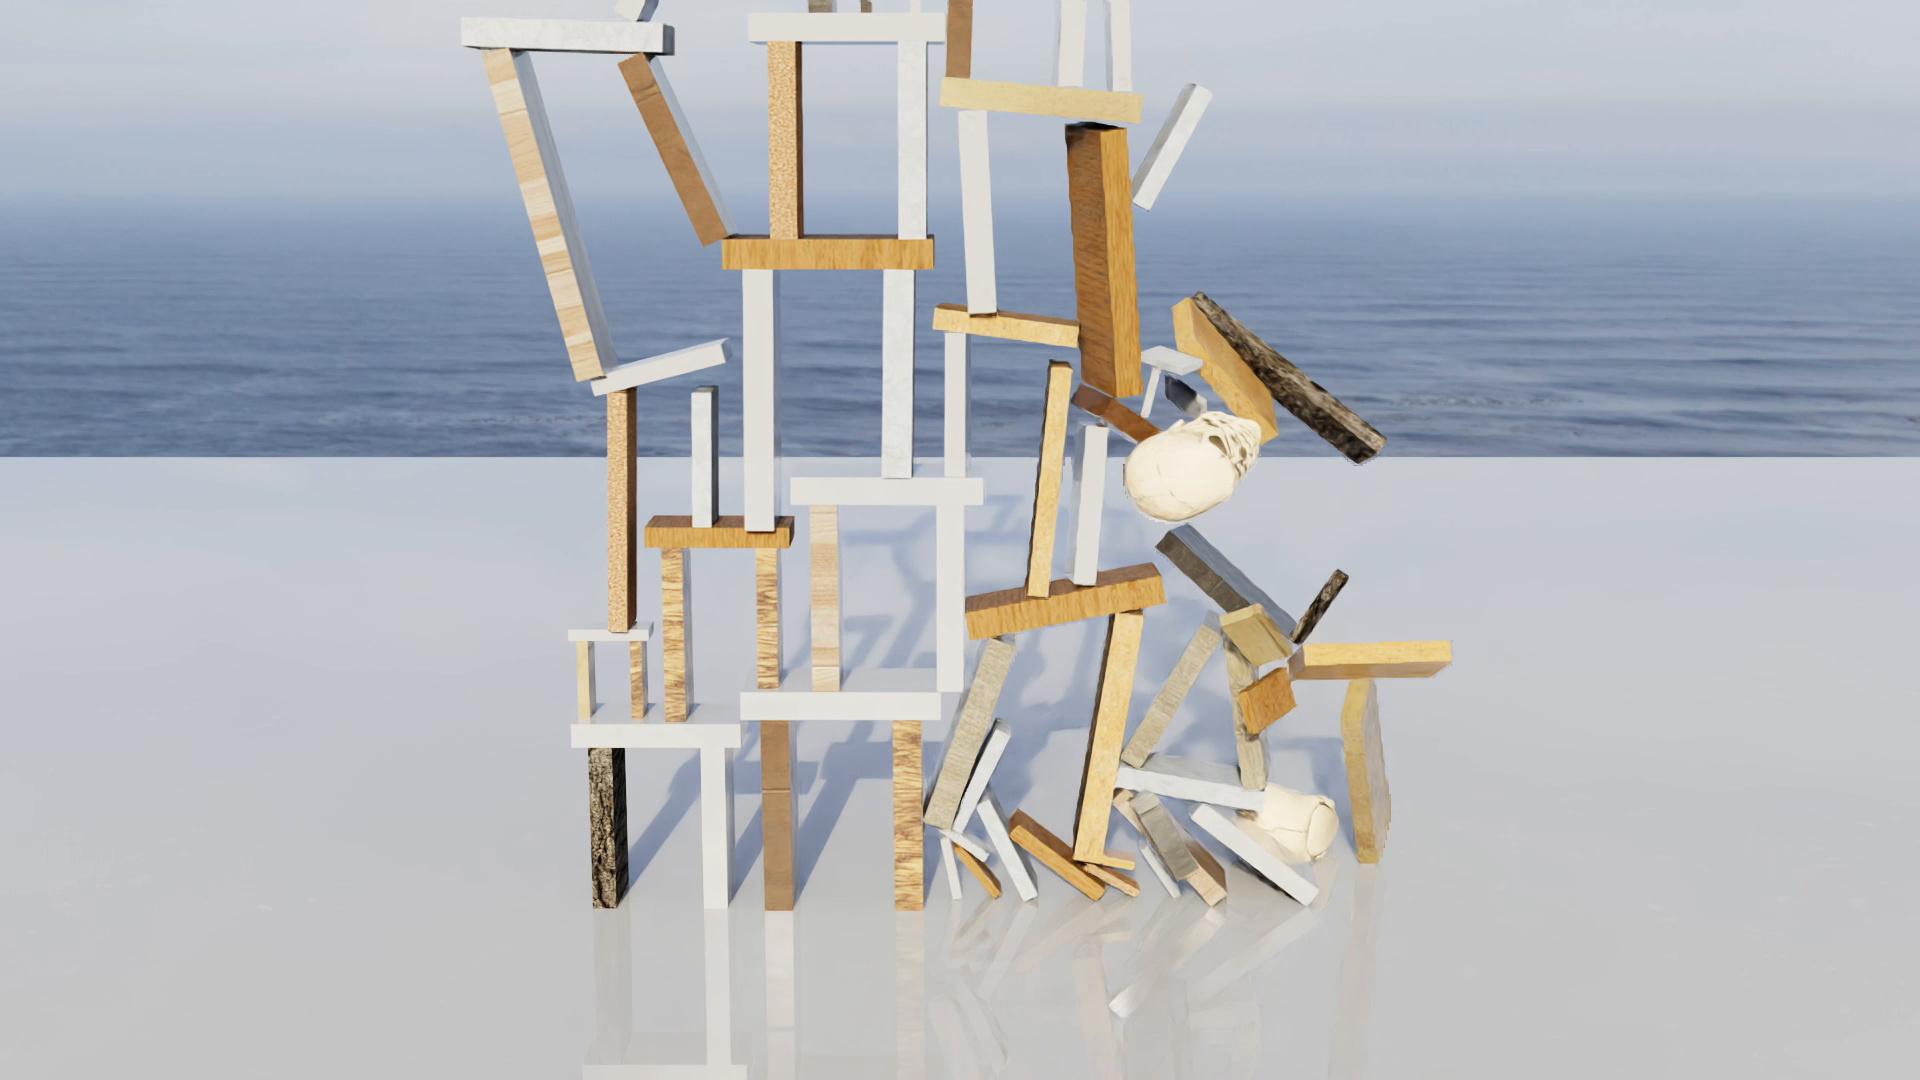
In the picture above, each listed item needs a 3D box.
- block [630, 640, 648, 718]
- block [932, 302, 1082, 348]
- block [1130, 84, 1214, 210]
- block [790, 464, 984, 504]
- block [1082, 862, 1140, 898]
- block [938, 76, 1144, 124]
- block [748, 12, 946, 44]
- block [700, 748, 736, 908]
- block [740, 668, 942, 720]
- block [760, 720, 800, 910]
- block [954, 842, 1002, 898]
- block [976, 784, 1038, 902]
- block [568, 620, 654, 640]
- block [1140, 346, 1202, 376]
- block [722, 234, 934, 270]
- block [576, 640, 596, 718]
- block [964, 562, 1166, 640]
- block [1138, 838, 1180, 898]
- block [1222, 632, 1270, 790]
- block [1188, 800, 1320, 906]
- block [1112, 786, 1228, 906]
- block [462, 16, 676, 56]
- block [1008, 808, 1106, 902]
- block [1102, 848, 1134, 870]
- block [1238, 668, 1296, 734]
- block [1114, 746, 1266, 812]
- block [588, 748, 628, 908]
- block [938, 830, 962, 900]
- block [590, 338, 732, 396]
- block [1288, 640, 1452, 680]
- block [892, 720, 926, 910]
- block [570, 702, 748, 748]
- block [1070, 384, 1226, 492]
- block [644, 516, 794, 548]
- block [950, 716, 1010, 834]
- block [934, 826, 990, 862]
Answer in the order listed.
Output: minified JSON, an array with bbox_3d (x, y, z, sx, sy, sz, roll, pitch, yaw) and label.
[{"bbox_3d":[-0.525,0.221,3.597,0.018,0.130,0.065,0,11,0],"label":"block"},{"bbox_3d":[0.075,-0.341,3.483,0.227,0.032,0.113,8,11,3],"label":"block"},{"bbox_3d":[0.325,-0.617,3.449,0.029,0.203,0.102,27,9,-10],"label":"block"},{"bbox_3d":[-0.115,-0.091,3.540,0.304,0.043,0.152,0,11,0],"label":"block"},{"bbox_3d":[0.251,0.559,3.661,0.101,0.014,0.050,30,7,-7],"label":"block"},{"bbox_3d":[0.122,-0.685,3.423,0.308,0.044,0.154,5,11,-2],"label":"block"},{"bbox_3d":[-0.172,-0.791,3.407,0.298,0.042,0.149,0,11,0],"label":"block"},{"bbox_3d":[-0.400,0.457,3.640,0.039,0.273,0.136,0,11,0],"label":"block"},{"bbox_3d":[-0.192,0.252,3.604,0.321,0.046,0.161,0,11,0],"label":"block"},{"bbox_3d":[-0.297,0.432,3.637,0.046,0.321,0.161,0,11,0],"label":"block"},{"bbox_3d":[0.029,0.544,3.660,0.015,0.108,0.054,-39,8,7],"label":"block"},{"bbox_3d":[0.078,0.503,3.659,0.026,0.183,0.091,-26,9,6],"label":"block"},{"bbox_3d":[-0.568,0.148,3.584,0.130,0.018,0.065,0,11,0],"label":"block"},{"bbox_3d":[0.331,-0.282,3.455,0.046,0.013,0.093,-22,32,-35],"label":"block"},{"bbox_3d":[-0.204,-0.455,3.472,0.326,0.046,0.163,0,11,0],"label":"block"},{"bbox_3d":[-0.611,0.221,3.597,0.018,0.130,0.065,0,11,0],"label":"block"},{"bbox_3d":[0.169,0.099,3.594,0.320,0.045,0.160,-11,7,1],"label":"block"},{"bbox_3d":[0.332,0.545,3.659,0.014,0.101,0.050,-33,9,6],"label":"block"},{"bbox_3d":[0.468,0.260,3.585,0.037,0.262,0.131,-6,12,13],"label":"block"},{"bbox_3d":[0.486,0.503,3.654,0.243,0.034,0.121,38,10,-4],"label":"block"},{"bbox_3d":[0.347,0.492,3.652,0.034,0.243,0.122,-43,5,10],"label":"block"},{"bbox_3d":[-0.605,-0.782,3.417,0.305,0.043,0.153,2,11,0],"label":"block"},{"bbox_3d":[0.161,0.524,3.664,0.183,0.026,0.091,37,9,-5],"label":"block"},{"bbox_3d":[0.239,0.526,3.653,0.101,0.014,0.050,11,8,2],"label":"block"},{"bbox_3d":[0.485,0.252,3.468,0.019,0.067,0.133,-12,7,38],"label":"block"},{"bbox_3d":[0.376,0.393,3.631,0.243,0.034,0.121,10,11,0],"label":"block"},{"bbox_3d":[-0.581,0.457,3.640,0.039,0.273,0.136,0,11,0],"label":"block"},{"bbox_3d":[-0.016,0.537,3.654,0.015,0.108,0.054,-12,12,-2],"label":"block"},{"bbox_3d":[-0.475,-0.276,3.509,0.214,0.030,0.107,-14,10,3],"label":"block"},{"bbox_3d":[0.664,0.196,3.574,0.238,0.034,0.119,-1,-15,-4],"label":"block"},{"bbox_3d":[-0.084,0.432,3.638,0.046,0.321,0.161,0,11,0],"label":"block"},{"bbox_3d":[-0.490,0.304,3.612,0.273,0.039,0.136,0,11,0],"label":"block"},{"bbox_3d":[0.307,-0.167,3.600,0.251,0.036,0.126,31,1,-26],"label":"block"},{"bbox_3d":[-0.387,-0.014,3.555,0.230,0.033,0.115,0,11,0],"label":"block"},{"bbox_3d":[0.032,0.387,3.629,0.026,0.183,0.091,25,8,-3],"label":"block"},{"bbox_3d":[0.000,0.489,3.640,0.108,0.015,0.054,36,7,-2],"label":"block"}]
